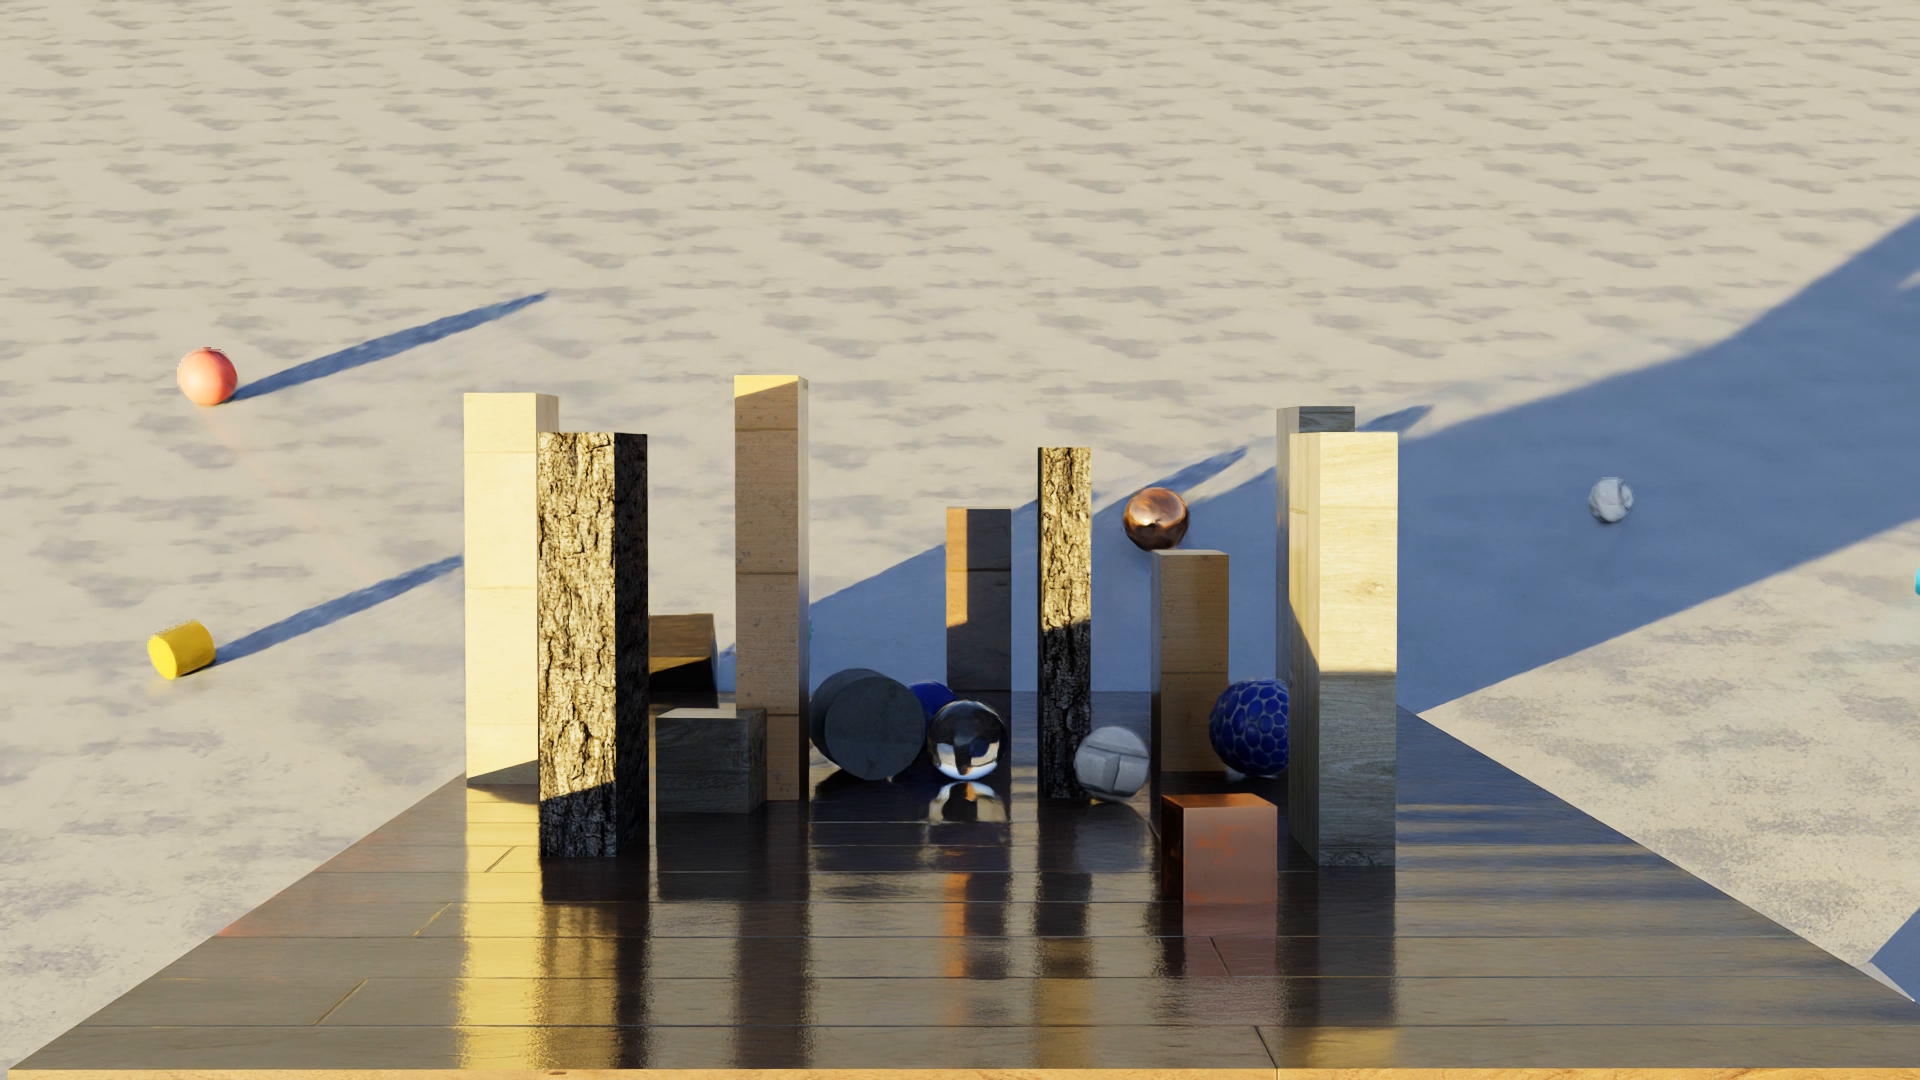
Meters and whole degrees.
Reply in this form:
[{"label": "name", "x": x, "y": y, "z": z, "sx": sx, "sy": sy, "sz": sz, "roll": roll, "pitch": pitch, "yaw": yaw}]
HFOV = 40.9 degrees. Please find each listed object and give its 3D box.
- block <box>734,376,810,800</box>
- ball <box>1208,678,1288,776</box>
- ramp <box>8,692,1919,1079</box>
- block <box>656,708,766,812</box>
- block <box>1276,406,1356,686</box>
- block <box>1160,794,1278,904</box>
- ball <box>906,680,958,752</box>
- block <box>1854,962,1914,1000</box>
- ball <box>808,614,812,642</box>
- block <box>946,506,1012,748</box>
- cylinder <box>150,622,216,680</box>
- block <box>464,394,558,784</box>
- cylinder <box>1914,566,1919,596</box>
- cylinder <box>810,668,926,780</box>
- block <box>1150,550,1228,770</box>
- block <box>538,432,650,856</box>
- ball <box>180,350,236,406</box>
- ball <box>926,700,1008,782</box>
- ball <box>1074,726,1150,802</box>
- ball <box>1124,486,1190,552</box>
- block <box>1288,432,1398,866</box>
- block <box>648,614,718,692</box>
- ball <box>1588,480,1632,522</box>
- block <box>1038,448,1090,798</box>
[{"label": "block", "x": -0.338, "y": 0.079, "z": 4.660, "sx": 0.110, "sy": 0.742, "sz": 0.313, "roll": 0, "pitch": 2, "yaw": 0}, {"label": "ball", "x": 0.560, "y": 0.351, "z": 4.834, "sx": 0.185, "sy": 0.185, "sz": 0.185, "roll": 0, "pitch": 24, "yaw": 0}, {"label": "ramp", "x": 0.056, "y": 0.504, "z": 4.548, "sx": 2.000, "sy": 0.100, "sz": 4.000, "roll": 0, "pitch": 2, "yaw": 0}, {"label": "block", "x": -0.427, "y": 0.378, "z": 4.437, "sx": 0.160, "sy": 0.160, "sz": 0.160, "roll": 0, "pitch": 2, "yaw": 7}, {"label": "block", "x": 0.787, "y": 0.059, "z": 5.727, "sx": 0.120, "sy": 0.706, "sz": 0.387, "roll": 0, "pitch": 2, "yaw": 0}, {"label": "block", "x": 0.355, "y": 0.423, "z": 3.546, "sx": 0.130, "sy": 0.130, "sz": 0.130, "roll": 0, "pitch": 2, "yaw": -9}, {"label": "ball", "x": -0.069, "y": 0.358, "z": 5.242, "sx": 0.144, "sy": 0.144, "sz": 0.144, "roll": 0, "pitch": 24, "yaw": 0}, {"label": "block", "x": 1.842, "y": 0.977, "z": 5.286, "sx": 0.142, "sy": 0.142, "sz": 0.142, "roll": -8, "pitch": 25, "yaw": -16}, {"label": "ball", "x": -0.474, "y": 0.238, "z": 6.901, "sx": 0.159, "sy": 0.159, "sz": 0.159, "roll": 0, "pitch": 24, "yaw": 0}, {"label": "block", "x": 0.039, "y": 0.177, "z": 5.426, "sx": 0.133, "sy": 0.492, "sz": 0.263, "roll": 0, "pitch": 2, "yaw": 0}, {"label": "cylinder", "x": -2.059, "y": 0.293, "z": 6.824, "sx": 0.120, "sy": 0.120, "sz": 0.120, "roll": 20, "pitch": 32, "yaw": 37}, {"label": "block", "x": -0.841, "y": 0.085, "z": 4.856, "sx": 0.131, "sy": 0.717, "sz": 0.274, "roll": 0, "pitch": 2, "yaw": 0}, {"label": "cylinder", "x": 2.775, "y": 0.112, "z": 7.183, "sx": 0.155, "sy": 0.155, "sz": 0.155, "roll": -19, "pitch": 30, "yaw": -35}, {"label": "cylinder", "x": -0.179, "y": 0.346, "z": 4.879, "sx": 0.192, "sy": 0.192, "sz": 0.192, "roll": -6, "pitch": 3, "yaw": -13}, {"label": "block", "x": 0.447, "y": 0.230, "z": 5.038, "sx": 0.129, "sy": 0.413, "sz": 0.257, "roll": 0, "pitch": 2, "yaw": 0}, {"label": "block", "x": -0.576, "y": 0.151, "z": 4.083, "sx": 0.114, "sy": 0.639, "sz": 0.420, "roll": 0, "pitch": 2, "yaw": 0}, {"label": "ball", "x": -2.509, "y": -0.541, "z": 8.596, "sx": 0.185, "sy": 0.185, "sz": 0.185, "roll": 0, "pitch": 24, "yaw": 0}, {"label": "ball", "x": 0.012, "y": 0.371, "z": 4.769, "sx": 0.151, "sy": 0.151, "sz": 0.151, "roll": 0, "pitch": 24, "yaw": 0}, {"label": "ball", "x": 0.264, "y": 0.390, "z": 4.480, "sx": 0.132, "sy": 0.132, "sz": 0.132, "roll": 0, "pitch": 24, "yaw": 0}, {"label": "ball", "x": 0.573, "y": -0.059, "z": 7.518, "sx": 0.192, "sy": 0.192, "sz": 0.192, "roll": 0, "pitch": 24, "yaw": 0}, {"label": "block", "x": 0.584, "y": 0.155, "z": 3.955, "sx": 0.113, "sy": 0.638, "sz": 0.345, "roll": 0, "pitch": 2, "yaw": 0}, {"label": "block", "x": -0.720, "y": 0.312, "z": 6.677, "sx": 0.169, "sy": 0.169, "sz": 0.169, "roll": -2, "pitch": 38, "yaw": -1}, {"label": "ball", "x": 1.949, "y": -0.117, "z": 7.722, "sx": 0.130, "sy": 0.130, "sz": 0.130, "roll": 0, "pitch": 24, "yaw": 0}, {"label": "block", "x": 0.188, "y": 0.140, "z": 4.698, "sx": 0.083, "sy": 0.617, "sz": 0.340, "roll": 0, "pitch": 2, "yaw": 0}]
